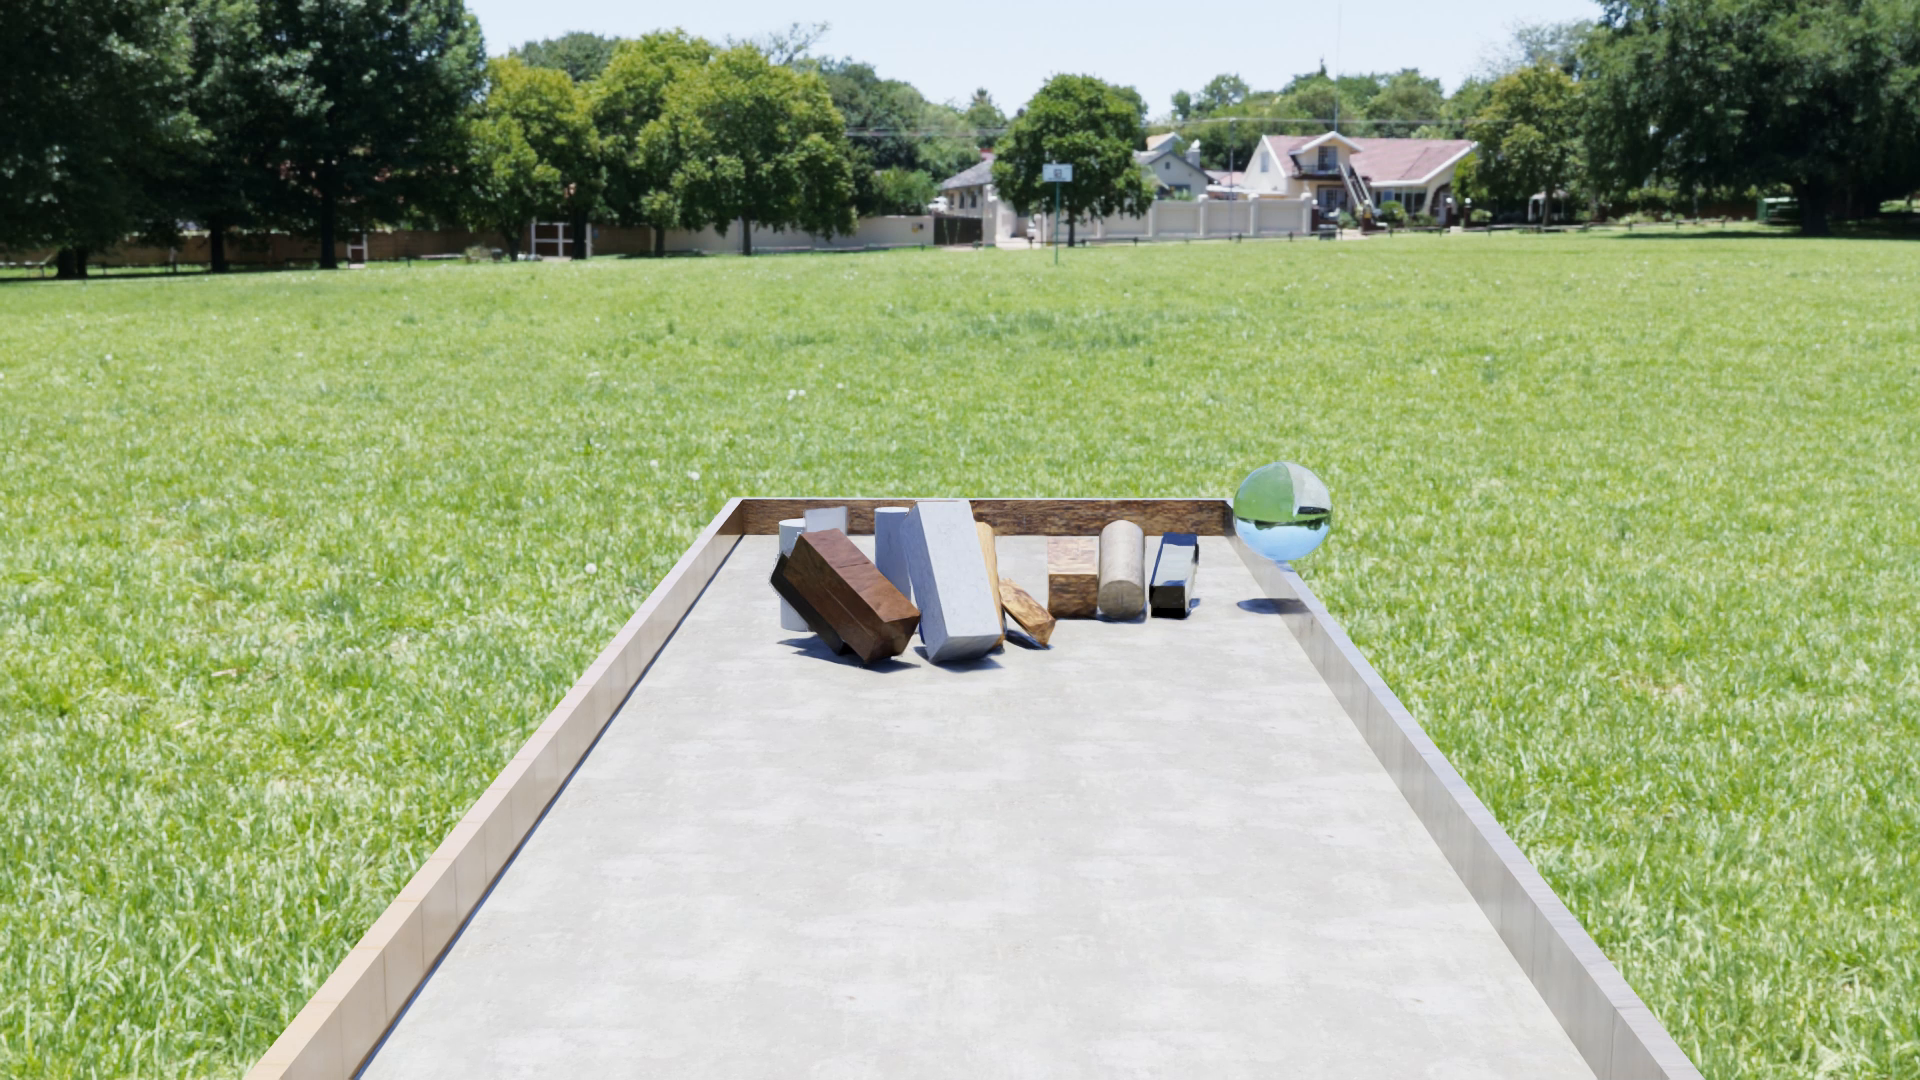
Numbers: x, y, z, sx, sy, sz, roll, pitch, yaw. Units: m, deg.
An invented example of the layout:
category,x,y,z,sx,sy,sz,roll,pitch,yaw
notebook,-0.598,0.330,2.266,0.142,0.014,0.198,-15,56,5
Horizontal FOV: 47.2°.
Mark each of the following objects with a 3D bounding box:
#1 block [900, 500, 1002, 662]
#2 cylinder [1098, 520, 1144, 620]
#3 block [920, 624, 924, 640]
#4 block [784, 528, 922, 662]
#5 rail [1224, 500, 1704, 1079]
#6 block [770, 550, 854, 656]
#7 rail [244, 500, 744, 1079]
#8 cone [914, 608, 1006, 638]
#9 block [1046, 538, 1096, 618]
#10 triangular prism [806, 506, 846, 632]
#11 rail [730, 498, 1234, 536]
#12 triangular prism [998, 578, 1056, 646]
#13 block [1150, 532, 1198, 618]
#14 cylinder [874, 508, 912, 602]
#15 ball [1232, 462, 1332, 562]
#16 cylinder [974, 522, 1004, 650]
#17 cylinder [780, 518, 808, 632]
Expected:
category,x,y,z,sx,sy,sz,roll,pitch,yaw
block,-0.032,0.124,6.709,0.173,0.456,0.173,-2,-27,-23
cylinder,0.548,0.101,7.459,0.157,0.157,0.414,1,29,5
block,-0.075,0.125,6.974,0.104,0.371,0.104,-5,0,18
block,-0.330,0.165,6.686,0.158,0.158,0.429,-10,44,-45
rail,1.046,0.843,3.208,0.050,0.150,12.000,0,9,1
block,-0.423,0.189,6.863,0.123,0.123,0.371,-9,44,-45
rail,-1.004,0.839,3.234,0.050,0.150,12.000,0,9,1
cone,-0.061,0.281,7.079,0.410,0.100,0.100,-5,8,14
block,0.378,0.127,7.475,0.161,0.161,0.322,0,22,1
triangular prism,-0.409,0.103,7.058,0.136,0.393,0.118,-5,-11,14
rail,0.099,-0.098,9.147,2.100,0.150,0.050,0,9,1
triangular prism,0.201,0.214,7.001,0.086,0.099,0.349,-42,32,-4
block,0.733,0.118,7.514,0.120,0.120,0.380,2,28,12
cylinder,-0.219,0.089,7.224,0.121,0.382,0.121,0,9,0
ball,1.104,-0.096,7.533,0.341,0.341,0.341,0,9,0
cylinder,0.065,0.143,6.917,0.118,0.407,0.118,-3,-35,-2
cylinder,-0.501,0.113,7.198,0.179,0.344,0.179,0,9,0
